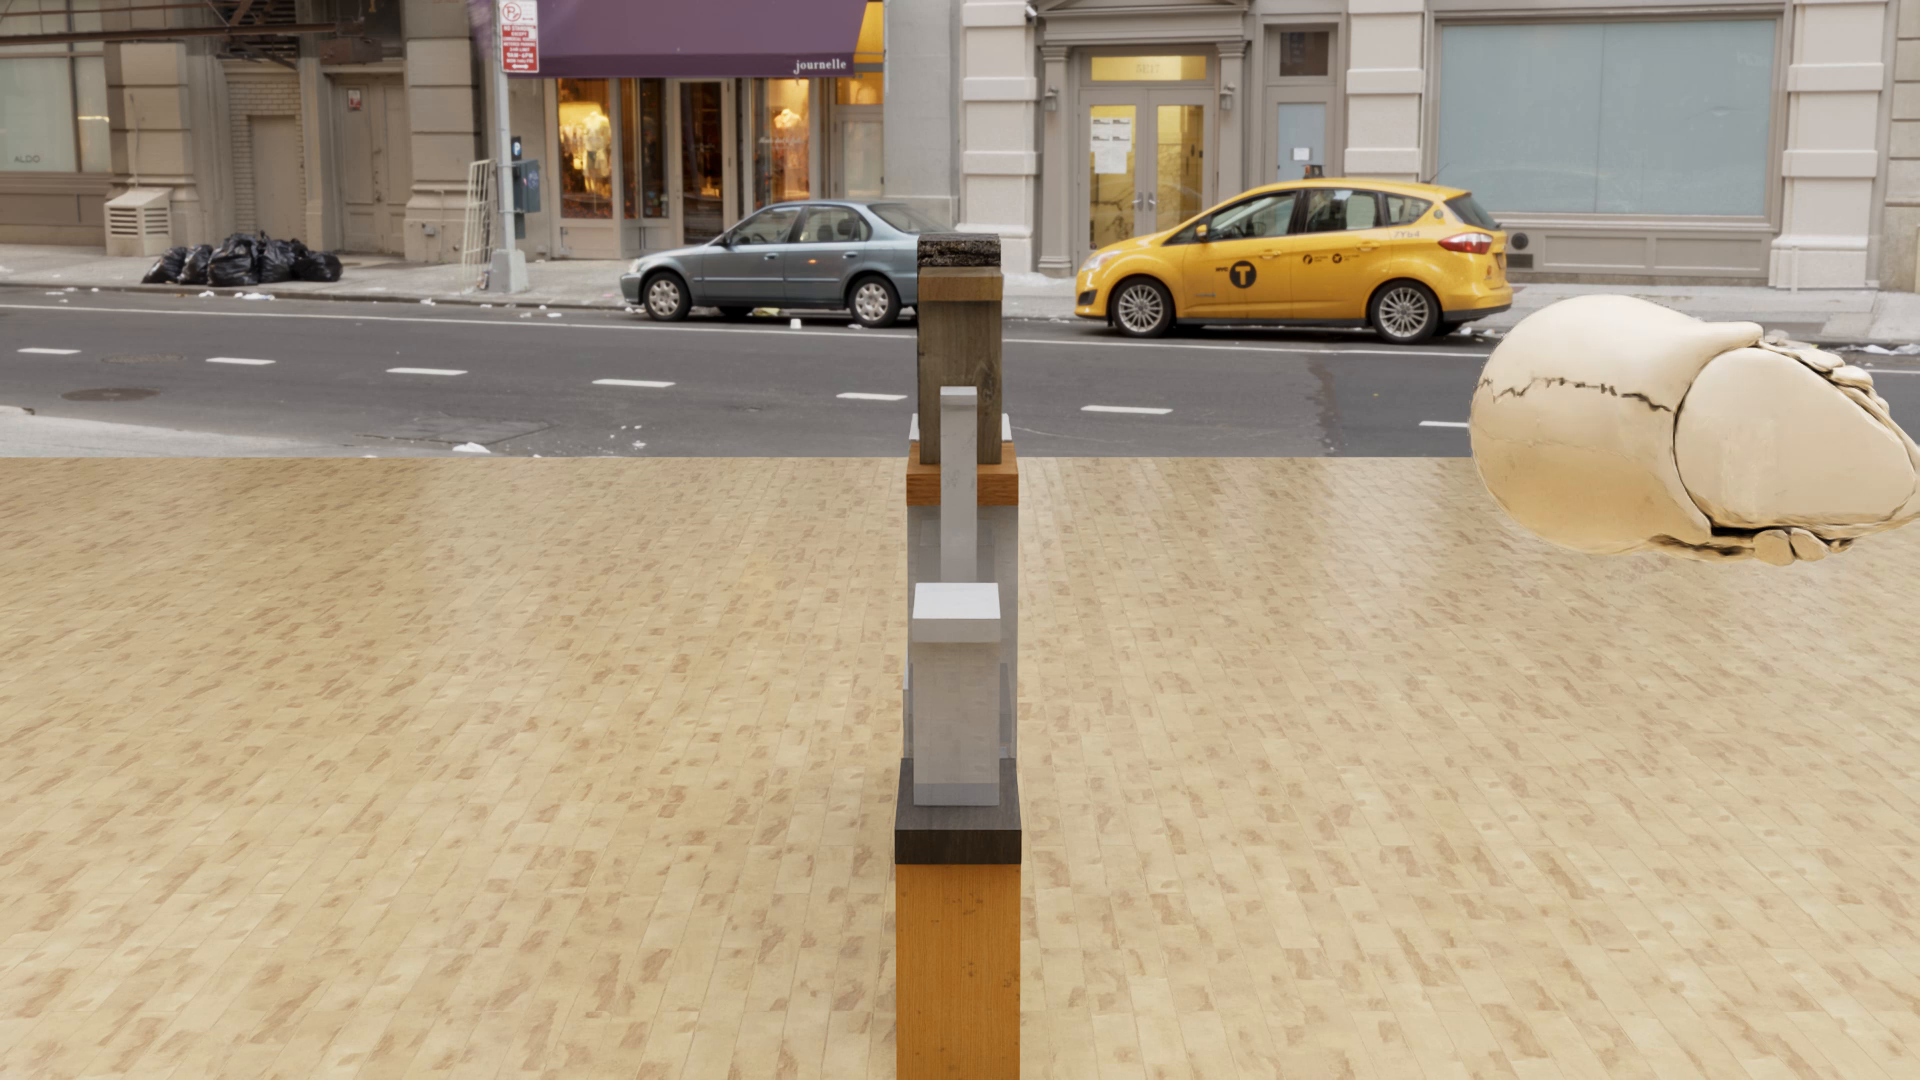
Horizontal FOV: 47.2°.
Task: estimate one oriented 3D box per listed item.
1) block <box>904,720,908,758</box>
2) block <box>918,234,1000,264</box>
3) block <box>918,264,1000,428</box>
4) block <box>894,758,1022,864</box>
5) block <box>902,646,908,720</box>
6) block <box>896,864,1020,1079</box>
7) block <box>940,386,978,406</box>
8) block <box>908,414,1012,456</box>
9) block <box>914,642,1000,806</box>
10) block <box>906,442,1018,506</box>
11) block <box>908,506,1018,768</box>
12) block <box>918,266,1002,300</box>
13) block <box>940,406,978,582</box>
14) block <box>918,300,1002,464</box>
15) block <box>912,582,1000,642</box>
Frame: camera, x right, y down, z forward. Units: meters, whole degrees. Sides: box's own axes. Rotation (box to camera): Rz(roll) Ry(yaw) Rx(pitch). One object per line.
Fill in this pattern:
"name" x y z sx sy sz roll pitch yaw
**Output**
"block" -0.002 0.441 3.513 0.175 0.349 0.049 0 11 0
"block" -0.002 -0.485 3.661 0.134 0.038 0.268 0 10 0
"block" -0.002 -0.319 3.601 0.134 0.268 0.038 0 11 0
"block" -0.002 0.363 2.978 0.163 0.046 0.326 0 11 0
"block" -0.002 0.224 3.591 0.175 0.049 0.349 0 11 0
"block" -0.002 0.566 2.905 0.163 0.326 0.046 0 11 0
"block" -0.002 -0.207 3.148 0.052 0.015 0.103 0 11 0
"block" 0.001 -0.166 3.639 0.163 0.046 0.327 0 11 0
"block" -0.005 0.238 2.909 0.113 0.227 0.032 0 11 0
"block" 0.004 -0.102 3.315 0.162 0.046 0.323 0 11 0
"block" 0.004 0.138 3.250 0.162 0.401 0.046 0 11 0
"block" 0.001 -0.385 3.294 0.121 0.034 0.242 0 10 0
"block" -0.002 -0.004 3.150 0.052 0.384 0.015 0 11 0
"block" 0.001 -0.234 3.240 0.121 0.242 0.034 0 11 0
"block" -0.004 0.096 2.960 0.113 0.032 0.227 0 11 0
